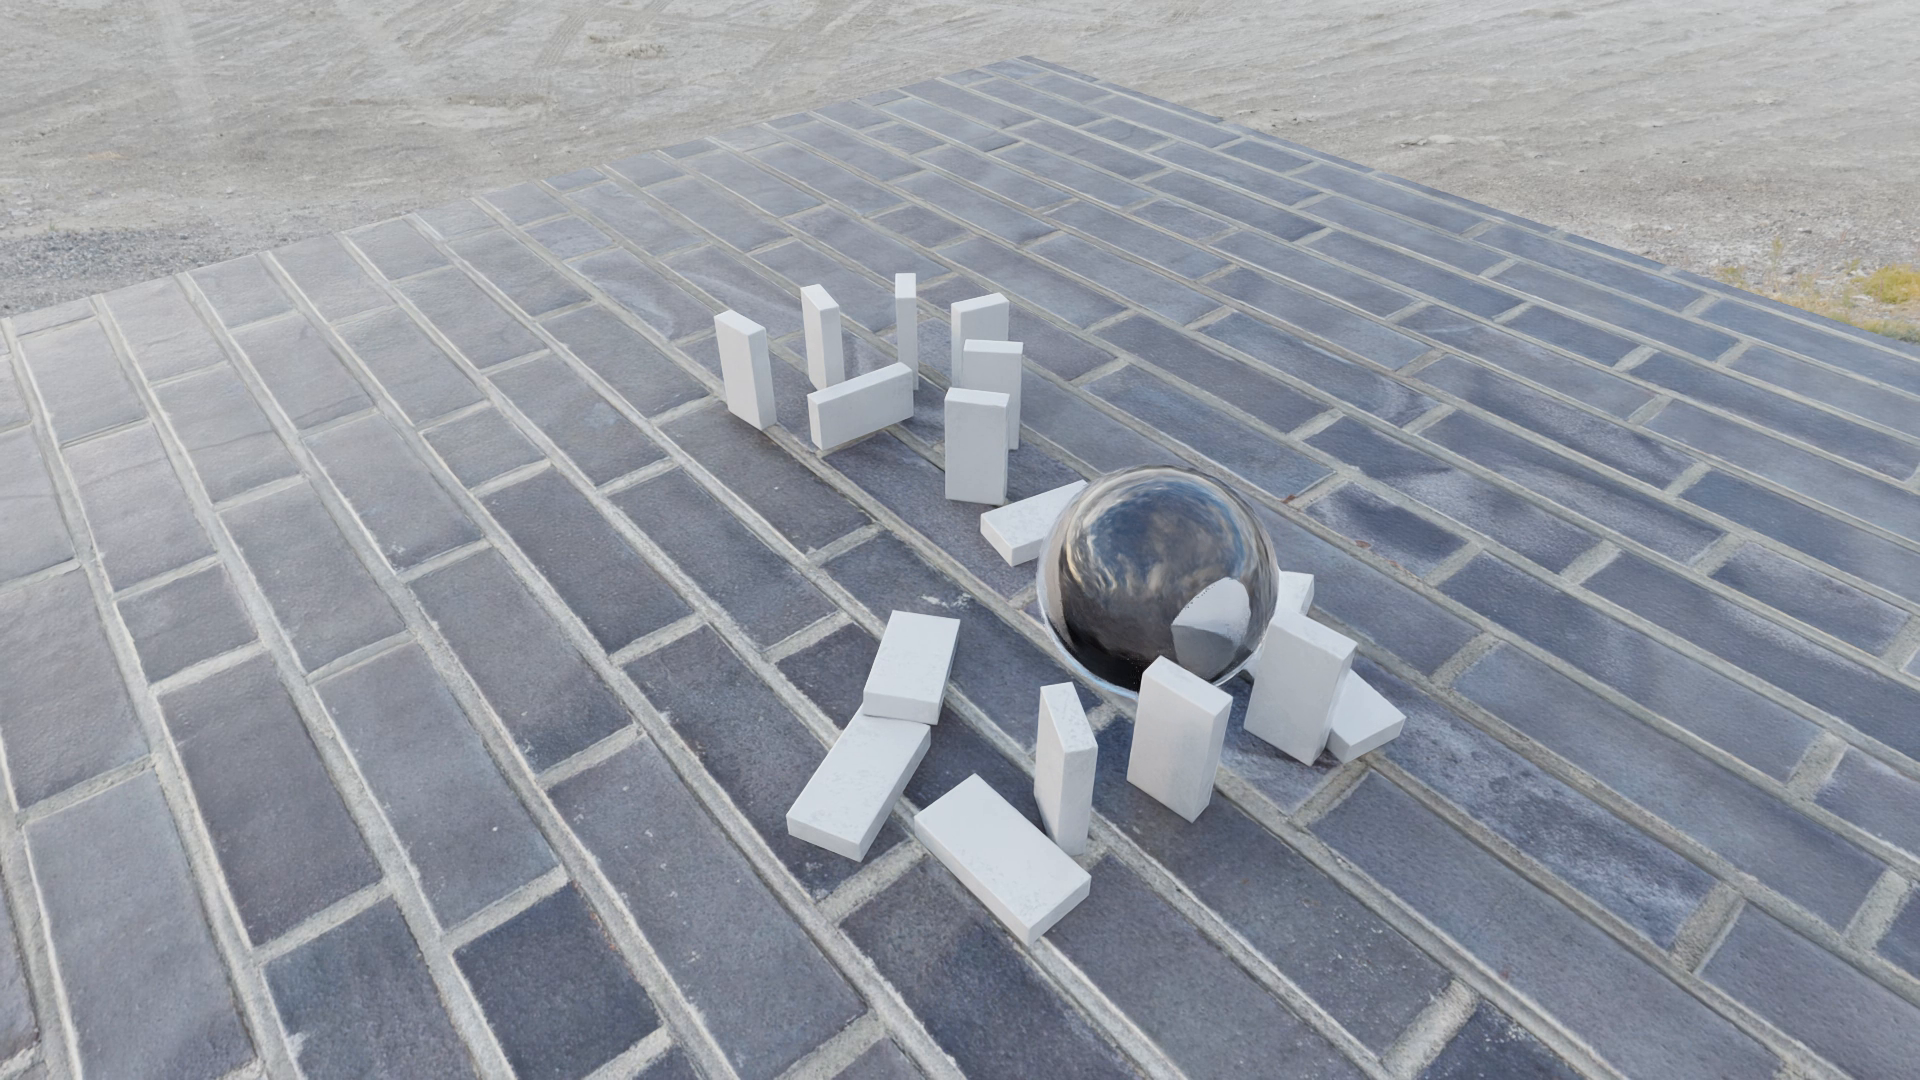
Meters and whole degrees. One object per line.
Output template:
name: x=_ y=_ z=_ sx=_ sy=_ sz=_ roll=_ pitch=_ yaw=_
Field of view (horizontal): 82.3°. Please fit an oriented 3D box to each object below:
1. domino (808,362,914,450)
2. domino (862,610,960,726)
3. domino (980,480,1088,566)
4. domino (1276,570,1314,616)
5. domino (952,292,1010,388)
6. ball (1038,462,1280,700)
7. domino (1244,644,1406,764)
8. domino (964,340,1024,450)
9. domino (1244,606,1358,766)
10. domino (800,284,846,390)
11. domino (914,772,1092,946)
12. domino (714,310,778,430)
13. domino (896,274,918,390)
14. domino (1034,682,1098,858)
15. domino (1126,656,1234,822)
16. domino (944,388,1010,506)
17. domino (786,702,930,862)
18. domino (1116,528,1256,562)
domino: x=-0.045 y=-0.062 z=0.507 sx=0.050 sy=0.025 sz=0.010 roll=-24 pitch=45 yaw=-27
domino: x=-0.016 y=0.043 z=0.382 sx=0.025 sy=0.009 sz=0.050 roll=8 pitch=29 yaw=5
domino: x=0.036 y=-0.008 z=0.453 sx=0.050 sy=0.009 sz=0.025 roll=-19 pitch=43 yaw=-22
domino: x=0.103 y=0.021 z=0.410 sx=0.050 sy=0.010 sz=0.025 roll=7 pitch=38 yaw=29
domino: x=0.009 y=-0.090 z=0.521 sx=0.025 sy=0.050 sz=0.010 roll=-17 pitch=42 yaw=-20
ball: x=0.066 y=0.014 z=0.371 sx=0.080 sy=0.080 sz=0.080 roll=0 pitch=39 yaw=0
domino: x=0.125 y=0.052 z=0.380 sx=0.025 sy=0.009 sz=0.050 roll=-19 pitch=43 yaw=-22
domino: x=0.014 y=-0.064 z=0.490 sx=0.025 sy=0.050 sz=0.010 roll=4 pitch=39 yaw=5
domino: x=0.109 y=0.048 z=0.353 sx=0.025 sy=0.050 sz=0.009 roll=29 pitch=48 yaw=31
domino: x=-0.065 y=-0.093 z=0.525 sx=0.010 sy=0.050 sz=0.025 roll=-18 pitch=43 yaw=-21
domino: x=0.012 y=0.094 z=0.328 sx=0.025 sy=0.010 sz=0.050 roll=-29 pitch=48 yaw=-31
domino: x=-0.098 y=-0.078 z=0.507 sx=0.025 sy=0.050 sz=0.009 roll=31 pitch=49 yaw=32
domino: x=-0.026 y=-0.101 z=0.535 sx=0.010 sy=0.050 sz=0.025 roll=-2 pitch=39 yaw=-2
domino: x=0.031 y=0.069 z=0.327 sx=0.009 sy=0.050 sz=0.025 roll=-8 pitch=40 yaw=-9
domino: x=0.066 y=0.062 z=0.336 sx=0.025 sy=0.050 sz=0.009 roll=30 pitch=48 yaw=31
domino: x=0.007 y=-0.038 z=0.458 sx=0.025 sy=0.050 sz=0.009 roll=8 pitch=40 yaw=9
domino: x=-0.031 y=0.076 z=0.351 sx=0.025 sy=0.010 sz=0.050 roll=16 pitch=42 yaw=18
domino: x=0.088 y=0.002 z=0.431 sx=0.050 sy=0.009 sz=0.025 roll=2 pitch=5 yaw=3
